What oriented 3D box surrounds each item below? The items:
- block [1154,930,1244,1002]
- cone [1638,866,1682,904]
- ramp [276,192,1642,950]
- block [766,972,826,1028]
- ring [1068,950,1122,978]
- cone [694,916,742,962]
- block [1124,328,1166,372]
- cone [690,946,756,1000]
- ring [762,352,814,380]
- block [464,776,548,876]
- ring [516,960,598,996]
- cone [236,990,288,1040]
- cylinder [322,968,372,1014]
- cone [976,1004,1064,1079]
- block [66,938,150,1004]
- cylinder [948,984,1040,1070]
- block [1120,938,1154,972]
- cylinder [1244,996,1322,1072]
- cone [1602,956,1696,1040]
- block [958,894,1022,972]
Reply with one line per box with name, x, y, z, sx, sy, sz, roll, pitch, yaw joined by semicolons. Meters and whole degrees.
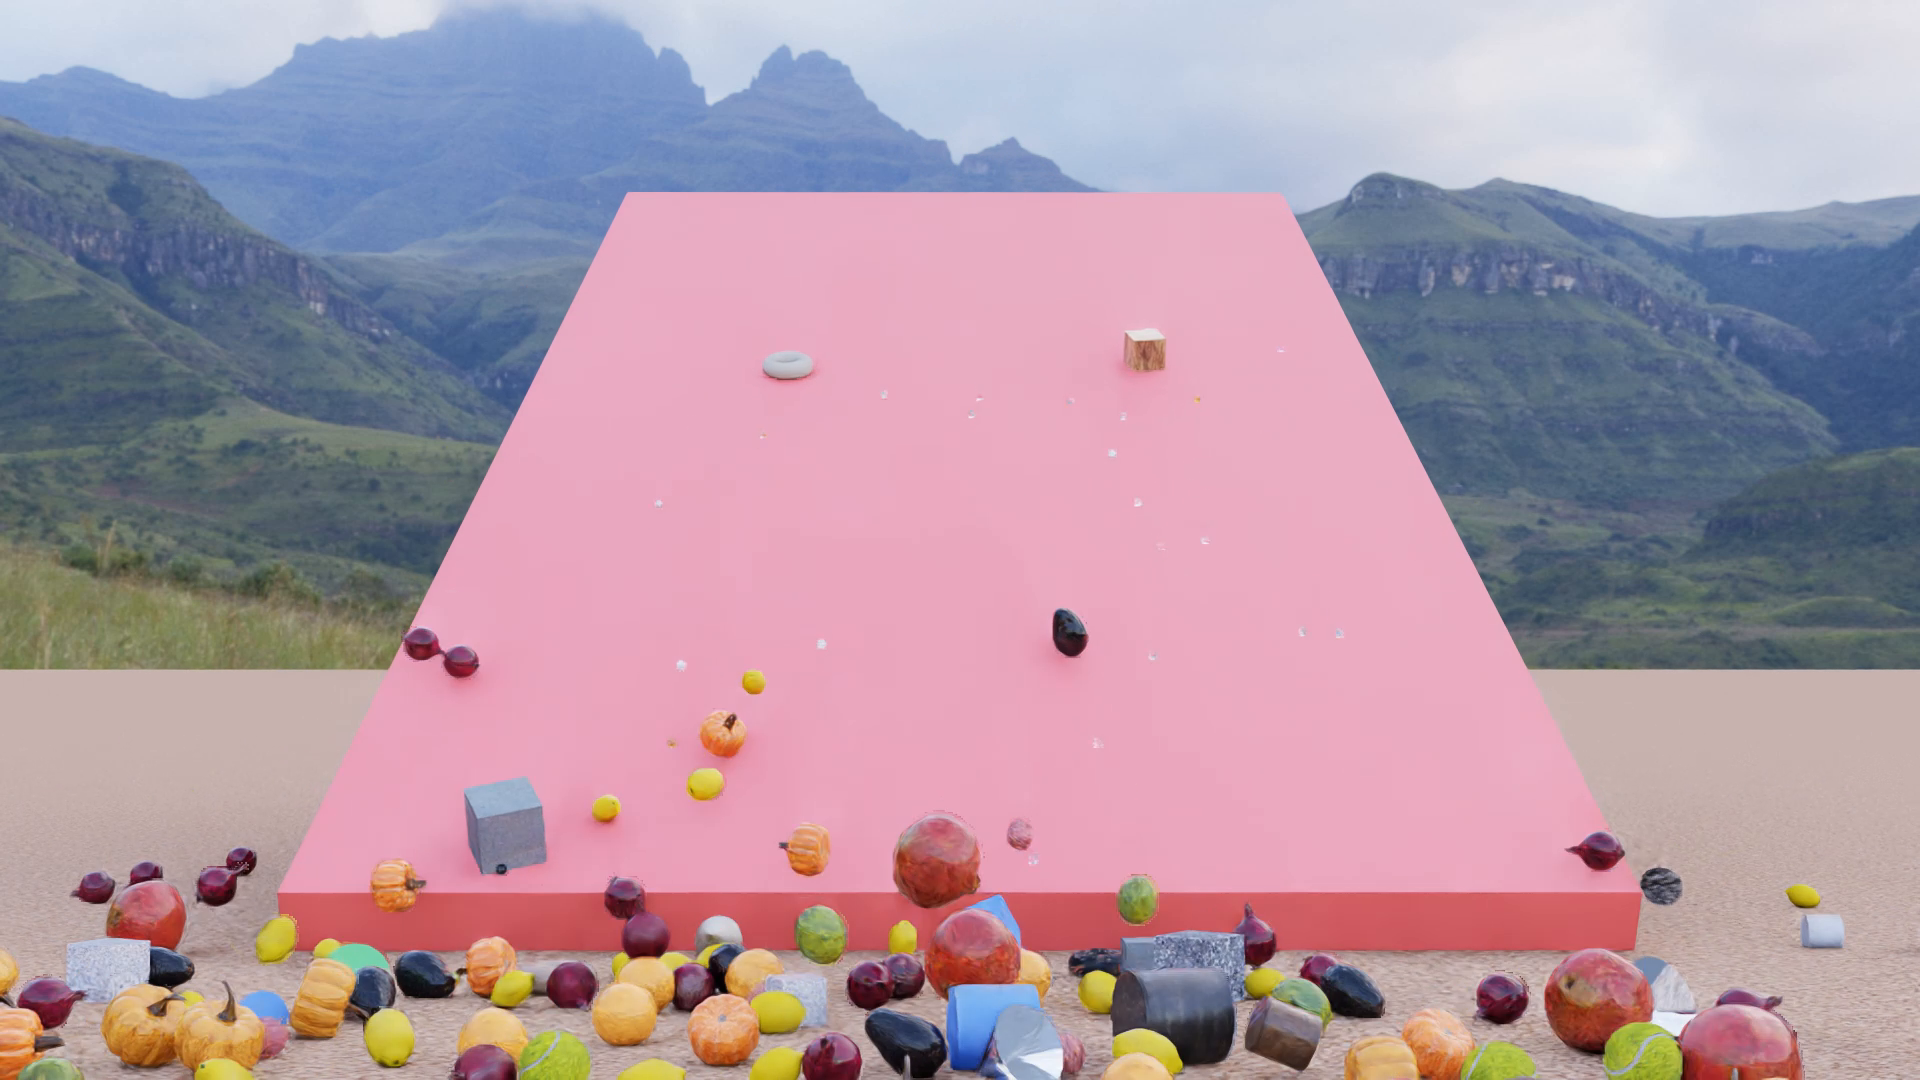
block;0.302;0.540;2.918;0.082;0.082;0.082;-2;-4;37
cone;1.029;0.522;3.407;0.060;0.060;0.060;-1;-39;12
ramp;-0.007;-0.226;5.248;2.000;0.100;4.000;0;23;0
block;-0.194;0.544;2.737;0.055;0.055;0.055;2;-3;-27
ring;0.193;0.579;3.165;0.092;0.031;0.092;-1;-2;0
cone;-0.333;0.536;3.128;0.065;0.065;0.065;0;-16;5
block;0.443;-0.455;5.555;0.080;0.080;0.080;-5;24;-12
cone;-0.312;0.566;2.946;0.074;0.074;0.074;-28;-8;9
ring;-0.409;-0.416;5.511;0.122;0.041;0.122;-1;25;0
block;-0.682;0.428;3.470;0.097;0.097;0.097;-10;25;-21
ring;-0.523;0.568;3.005;0.107;0.036;0.107;1;-3;0
cone;-0.804;0.554;2.656;0.057;0.057;0.057;1;-30;-23
cylinder;-0.747;0.550;2.823;0.052;0.052;0.052;1;-3;-23
cone;0.043;0.532;2.364;0.089;0.089;0.089;3;-31;-43
block;-1.084;0.547;2.947;0.070;0.070;0.070;-1;-3;24
cylinder;0.035;0.512;2.433;0.087;0.087;0.087;0;-3;-8
block;0.246;0.558;3.055;0.060;0.060;0.060;0;-3;-3
cylinder;0.332;0.507;2.377;0.060;0.060;0.060;22;-5;-3
cone;0.775;0.546;2.671;0.100;0.100;0.100;2;-30;-32
block;0.040;0.542;3.193;0.066;0.066;0.066;-24;19;9
